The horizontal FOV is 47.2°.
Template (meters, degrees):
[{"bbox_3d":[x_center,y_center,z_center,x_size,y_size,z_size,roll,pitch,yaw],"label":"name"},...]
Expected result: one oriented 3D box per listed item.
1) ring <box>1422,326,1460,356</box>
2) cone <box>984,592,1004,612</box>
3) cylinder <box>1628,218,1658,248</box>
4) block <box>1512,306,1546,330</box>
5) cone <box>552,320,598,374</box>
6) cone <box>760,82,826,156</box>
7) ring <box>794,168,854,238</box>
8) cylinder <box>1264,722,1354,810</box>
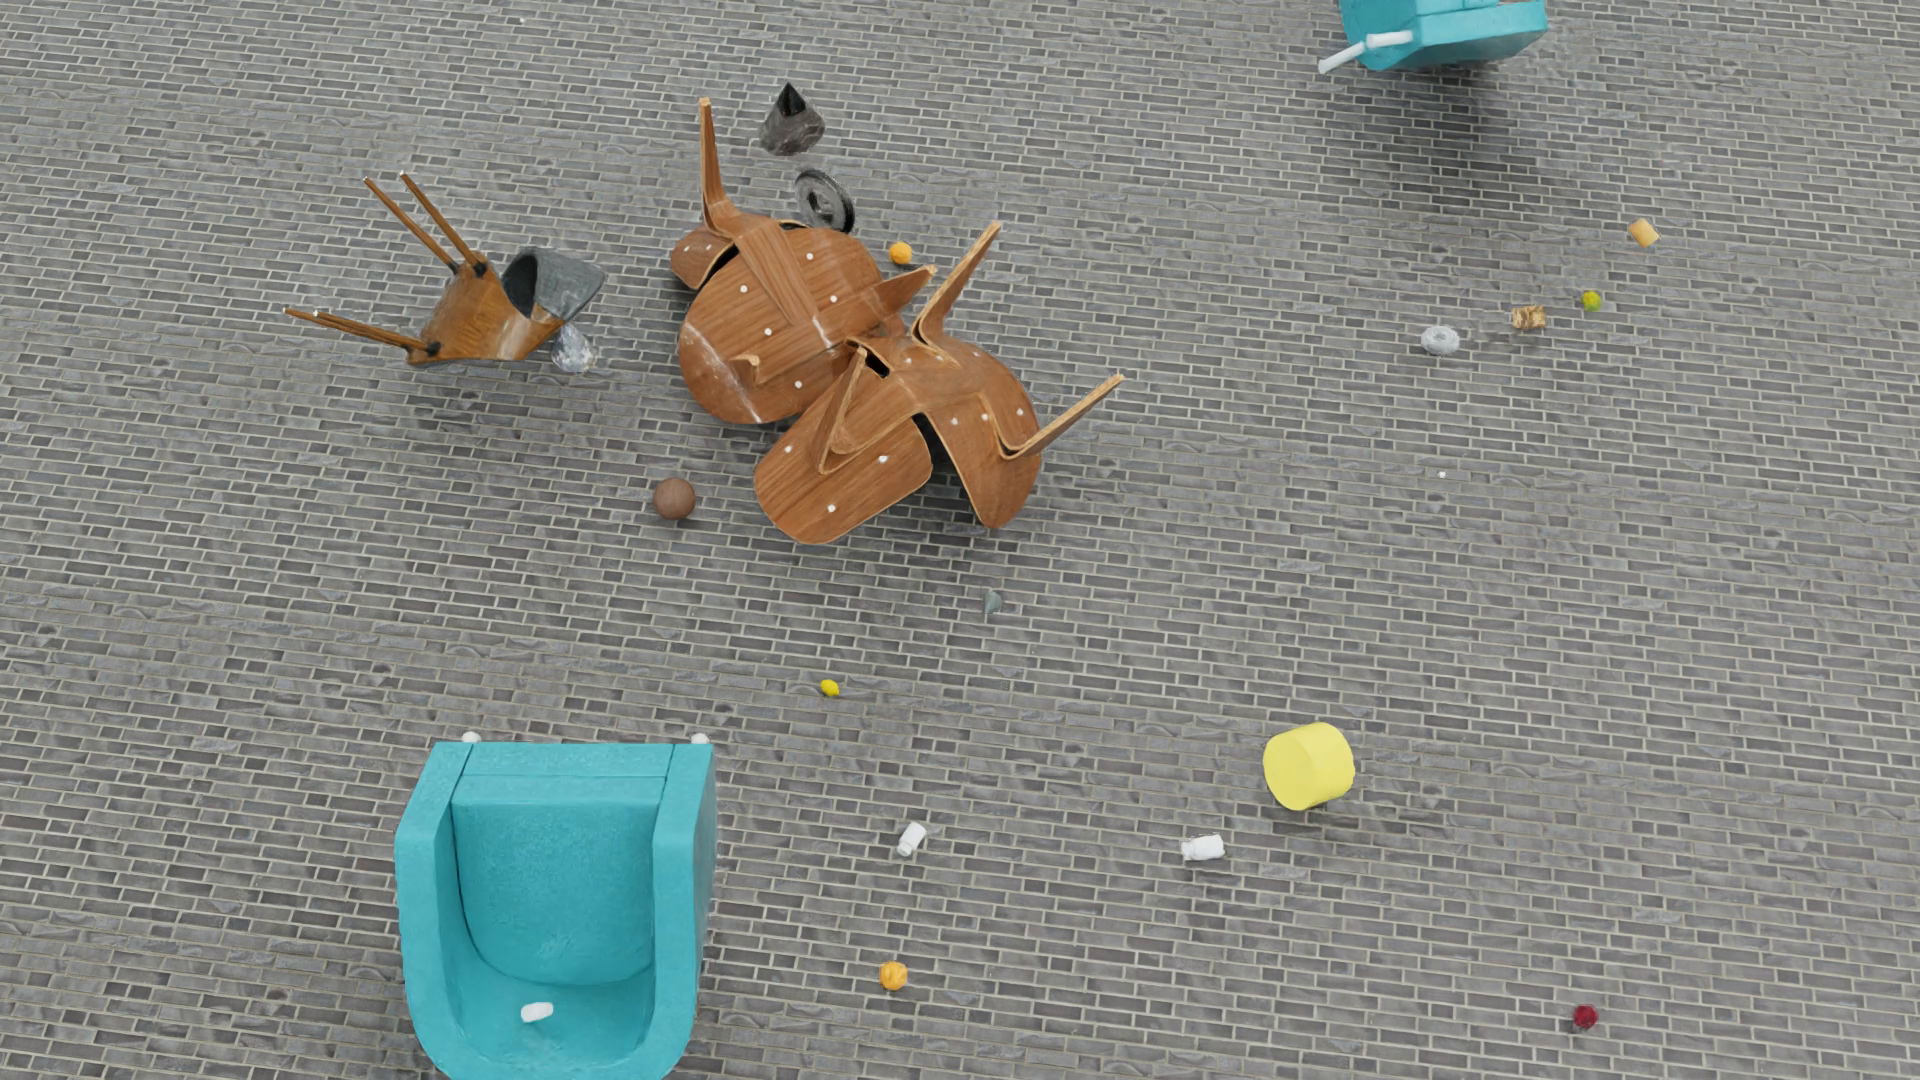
[{"bbox_3d":[1.515,-0.629,6.938,0.121,0.074,0.083,8,68,25],"label":"ring"},{"bbox_3d":[0.083,0.194,6.377,0.062,0.121,0.050,44,62,2],"label":"cone"},{"bbox_3d":[2.136,-0.960,6.871,0.075,0.061,0.047,47,32,-8],"label":"cylinder"},{"bbox_3d":[1.802,-0.704,6.964,0.064,0.092,0.063,-9,88,40],"label":"block"},{"bbox_3d":[-1.222,-0.637,6.890,0.157,0.185,0.133,38,64,22],"label":"cone"},{"bbox_3d":[-0.573,-1.461,7.413,0.206,0.235,0.250,34,63,21],"label":"cone"},{"bbox_3d":[-0.441,-1.094,7.156,0.250,0.256,0.051,34,54,22],"label":"ring"},{"bbox_3d":[0.954,0.618,6.013,0.160,0.181,0.213,-12,84,-40],"label":"cylinder"}]
